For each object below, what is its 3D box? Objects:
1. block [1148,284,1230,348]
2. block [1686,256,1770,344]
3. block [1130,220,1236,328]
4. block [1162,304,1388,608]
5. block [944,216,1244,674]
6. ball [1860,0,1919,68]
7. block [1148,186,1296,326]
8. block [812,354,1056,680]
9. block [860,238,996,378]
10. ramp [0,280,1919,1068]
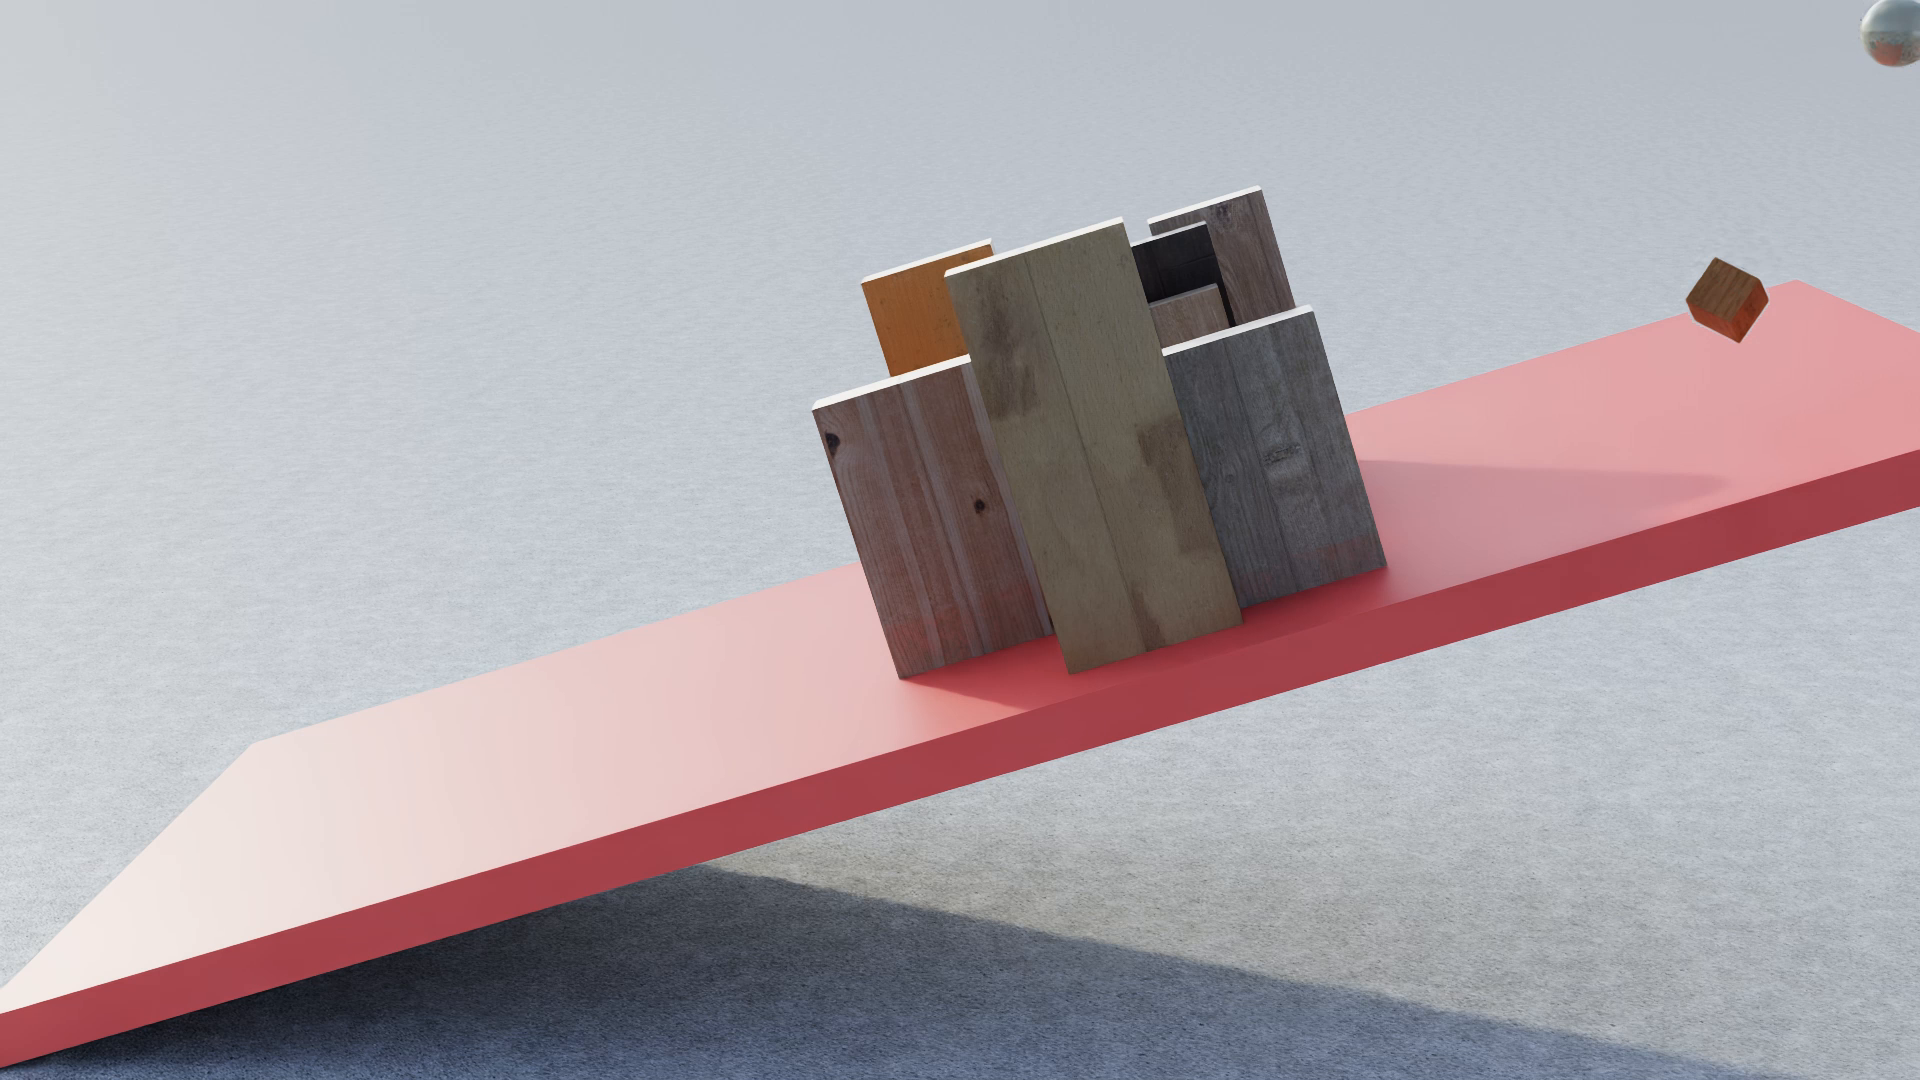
[{"bbox_3d":[0.455,-0.241,6.207,0.334,0.521,0.084,-17,10,5],"label":"block"},{"bbox_3d":[1.557,-0.486,5.966,0.107,0.107,0.107,34,-3,32],"label":"block"},{"bbox_3d":[0.412,-0.326,6.425,0.445,0.631,0.081,-17,10,5],"label":"block"},{"bbox_3d":[0.530,-0.138,5.576,0.428,0.506,0.101,-17,10,5],"label":"block"},{"bbox_3d":[0.251,-0.173,5.460,0.339,0.779,0.114,-17,10,5],"label":"block"},{"bbox_3d":[1.876,-1.017,5.886,0.142,0.142,0.142,0,11,0],"label":"ball"},{"bbox_3d":[0.639,-0.441,6.594,0.259,0.650,0.119,-17,10,5],"label":"block"},{"bbox_3d":[-0.018,-0.057,5.887,0.393,0.571,0.128,-17,10,5],"label":"block"},{"bbox_3d":[0.024,-0.332,6.951,0.315,0.688,0.134,-17,10,5],"label":"block"},{"bbox_3d":[0.097,0.184,6.314,4.000,0.100,2.000,-17,10,5],"label":"ramp"}]
